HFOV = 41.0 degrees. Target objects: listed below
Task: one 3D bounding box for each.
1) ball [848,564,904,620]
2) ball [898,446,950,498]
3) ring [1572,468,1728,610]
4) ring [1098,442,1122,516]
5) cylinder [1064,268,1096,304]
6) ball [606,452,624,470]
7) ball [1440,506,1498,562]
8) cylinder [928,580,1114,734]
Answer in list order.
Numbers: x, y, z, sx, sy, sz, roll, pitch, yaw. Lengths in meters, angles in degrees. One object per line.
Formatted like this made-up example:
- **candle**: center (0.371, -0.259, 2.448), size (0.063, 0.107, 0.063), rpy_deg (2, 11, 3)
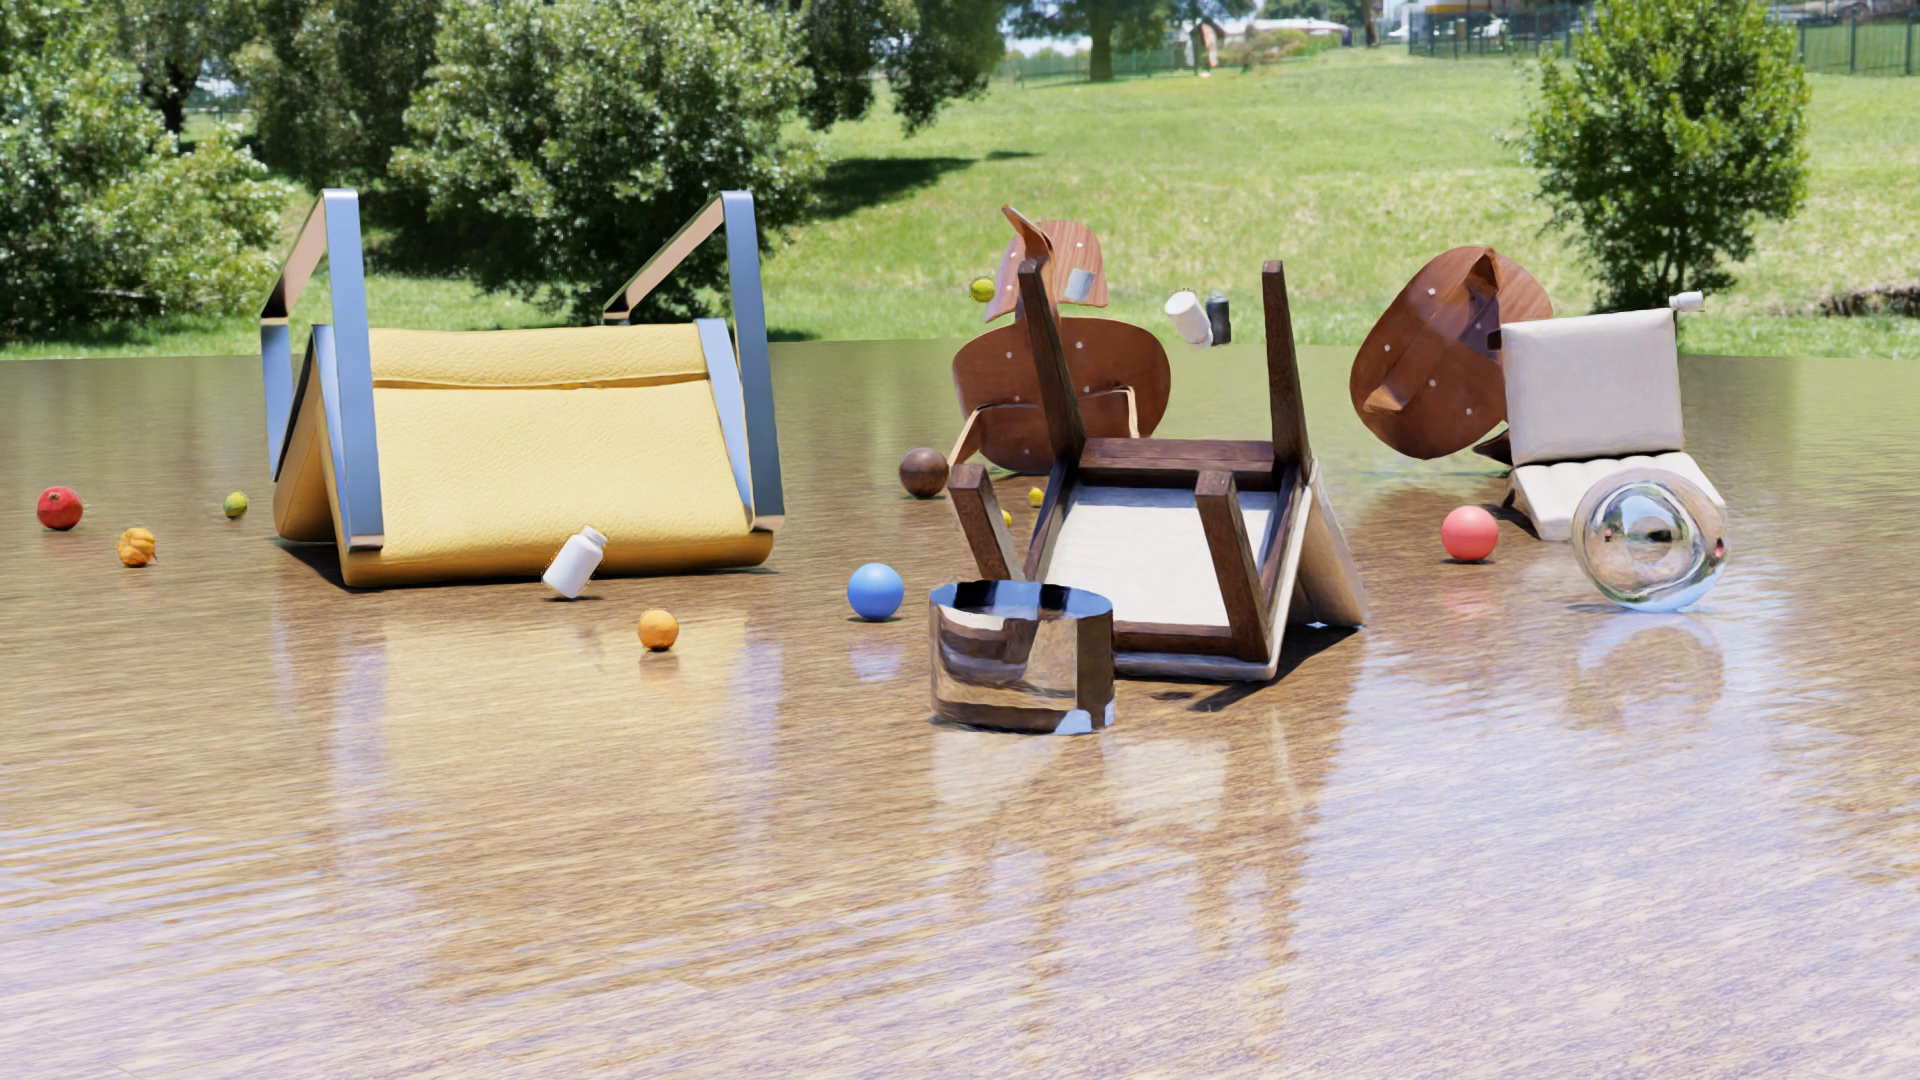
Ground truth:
- **ball**: center (-0.162, 0.099, 4.923), size (0.109, 0.109, 0.109), rpy_deg (0, 6, 0)
- **ball**: center (-0.108, -0.202, 7.628), size (0.152, 0.152, 0.152), rpy_deg (0, 6, 0)
- **ring**: center (1.360, -0.001, 5.062), size (0.314, 0.280, 0.145), rpy_deg (27, 6, -7)
- **ring**: center (0.414, -0.170, 7.085), size (0.040, 0.212, 0.159), rpy_deg (-9, -12, -1)
- **cylinder**: center (0.353, -0.749, 7.546), size (0.059, 0.088, 0.101), rpy_deg (17, 7, -26)
- **ball**: center (-1.073, -0.246, 7.992), size (0.057, 0.057, 0.057), rpy_deg (0, 6, 0)
- **ball**: center (1.174, -0.014, 5.914), size (0.130, 0.130, 0.130), rpy_deg (0, 6, 0)
- **cylinder**: center (0.090, 0.170, 3.771), size (0.286, 0.173, 0.185), rpy_deg (6, 17, 25)
